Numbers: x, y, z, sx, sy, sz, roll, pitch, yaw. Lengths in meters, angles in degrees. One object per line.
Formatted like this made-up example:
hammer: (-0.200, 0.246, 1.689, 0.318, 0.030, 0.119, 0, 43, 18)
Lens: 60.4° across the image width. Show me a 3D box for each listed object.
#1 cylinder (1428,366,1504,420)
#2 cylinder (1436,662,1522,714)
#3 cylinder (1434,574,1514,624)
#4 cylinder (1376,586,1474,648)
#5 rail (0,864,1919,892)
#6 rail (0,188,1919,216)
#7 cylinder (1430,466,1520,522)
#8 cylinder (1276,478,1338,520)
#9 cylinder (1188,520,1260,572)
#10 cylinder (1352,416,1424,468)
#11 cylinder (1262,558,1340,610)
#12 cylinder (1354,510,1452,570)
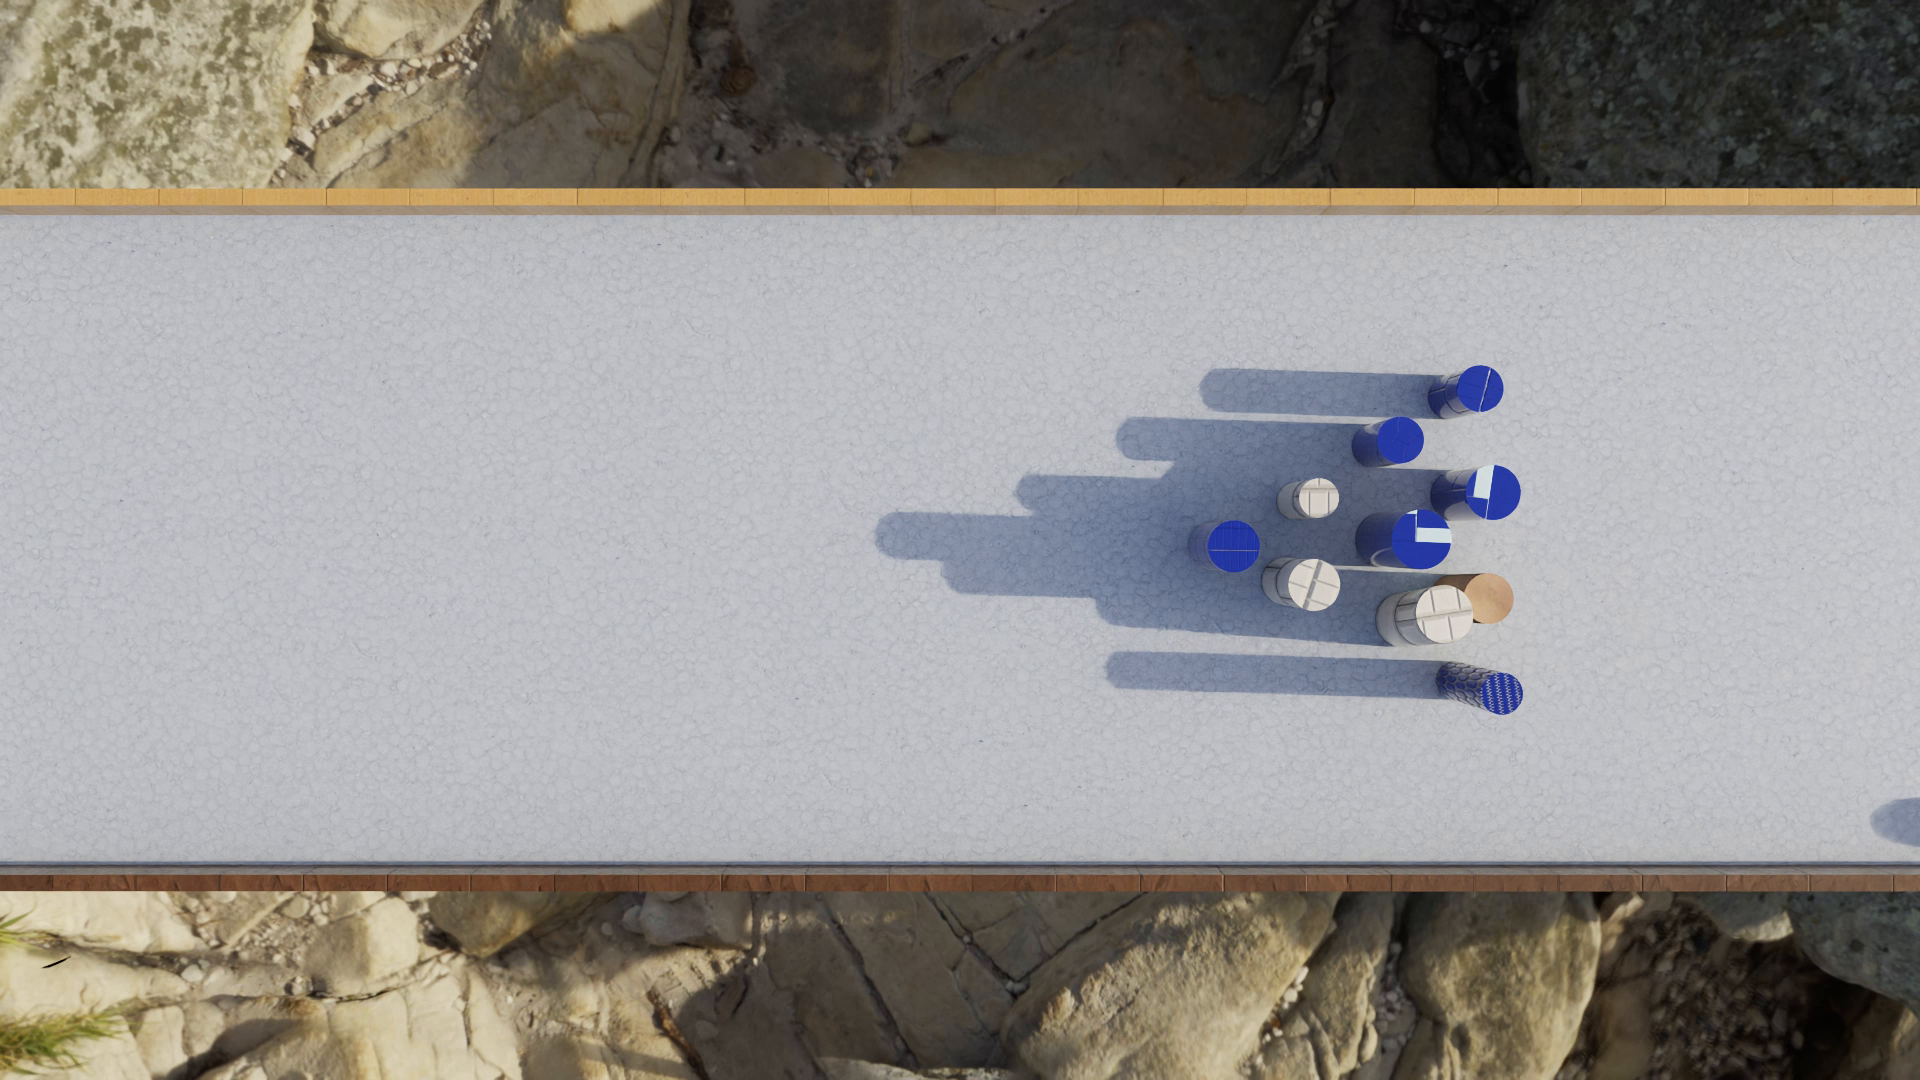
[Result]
cylinder: (1.507, -0.439, 4.926, 0.136, 0.301, 0.136, 0, 90, 0)
cylinder: (1.524, 0.432, 4.857, 0.119, 0.438, 0.119, 0, 90, 0)
cylinder: (1.523, 0.174, 4.922, 0.147, 0.300, 0.147, 0, 88, -3)
cylinder: (1.370, 0.229, 4.885, 0.167, 0.366, 0.167, 0, 84, -4)
rail: (-2.247, 1.025, 5.001, 12.000, 0.150, 0.050, 0, 90, 0)
rail: (-2.247, -1.025, 5.002, 12.000, 0.150, 0.050, 0, 90, 0)
cylinder: (1.526, -0.136, 4.898, 0.158, 0.357, 0.158, 0, 90, 0)
cylinder: (1.030, -0.120, 4.904, 0.114, 0.345, 0.114, 0, 90, 0)
cylinder: (0.774, 0.018, 4.869, 0.147, 0.414, 0.147, 0, 90, 0)
cylinder: (1.273, -0.289, 4.920, 0.136, 0.313, 0.136, 0, 90, 0)
cylinder: (1.000, 0.127, 4.866, 0.146, 0.421, 0.146, 0, 90, 0)
cylinder: (1.300, -0.001, 4.861, 0.169, 0.432, 0.169, 0, 90, 0)
